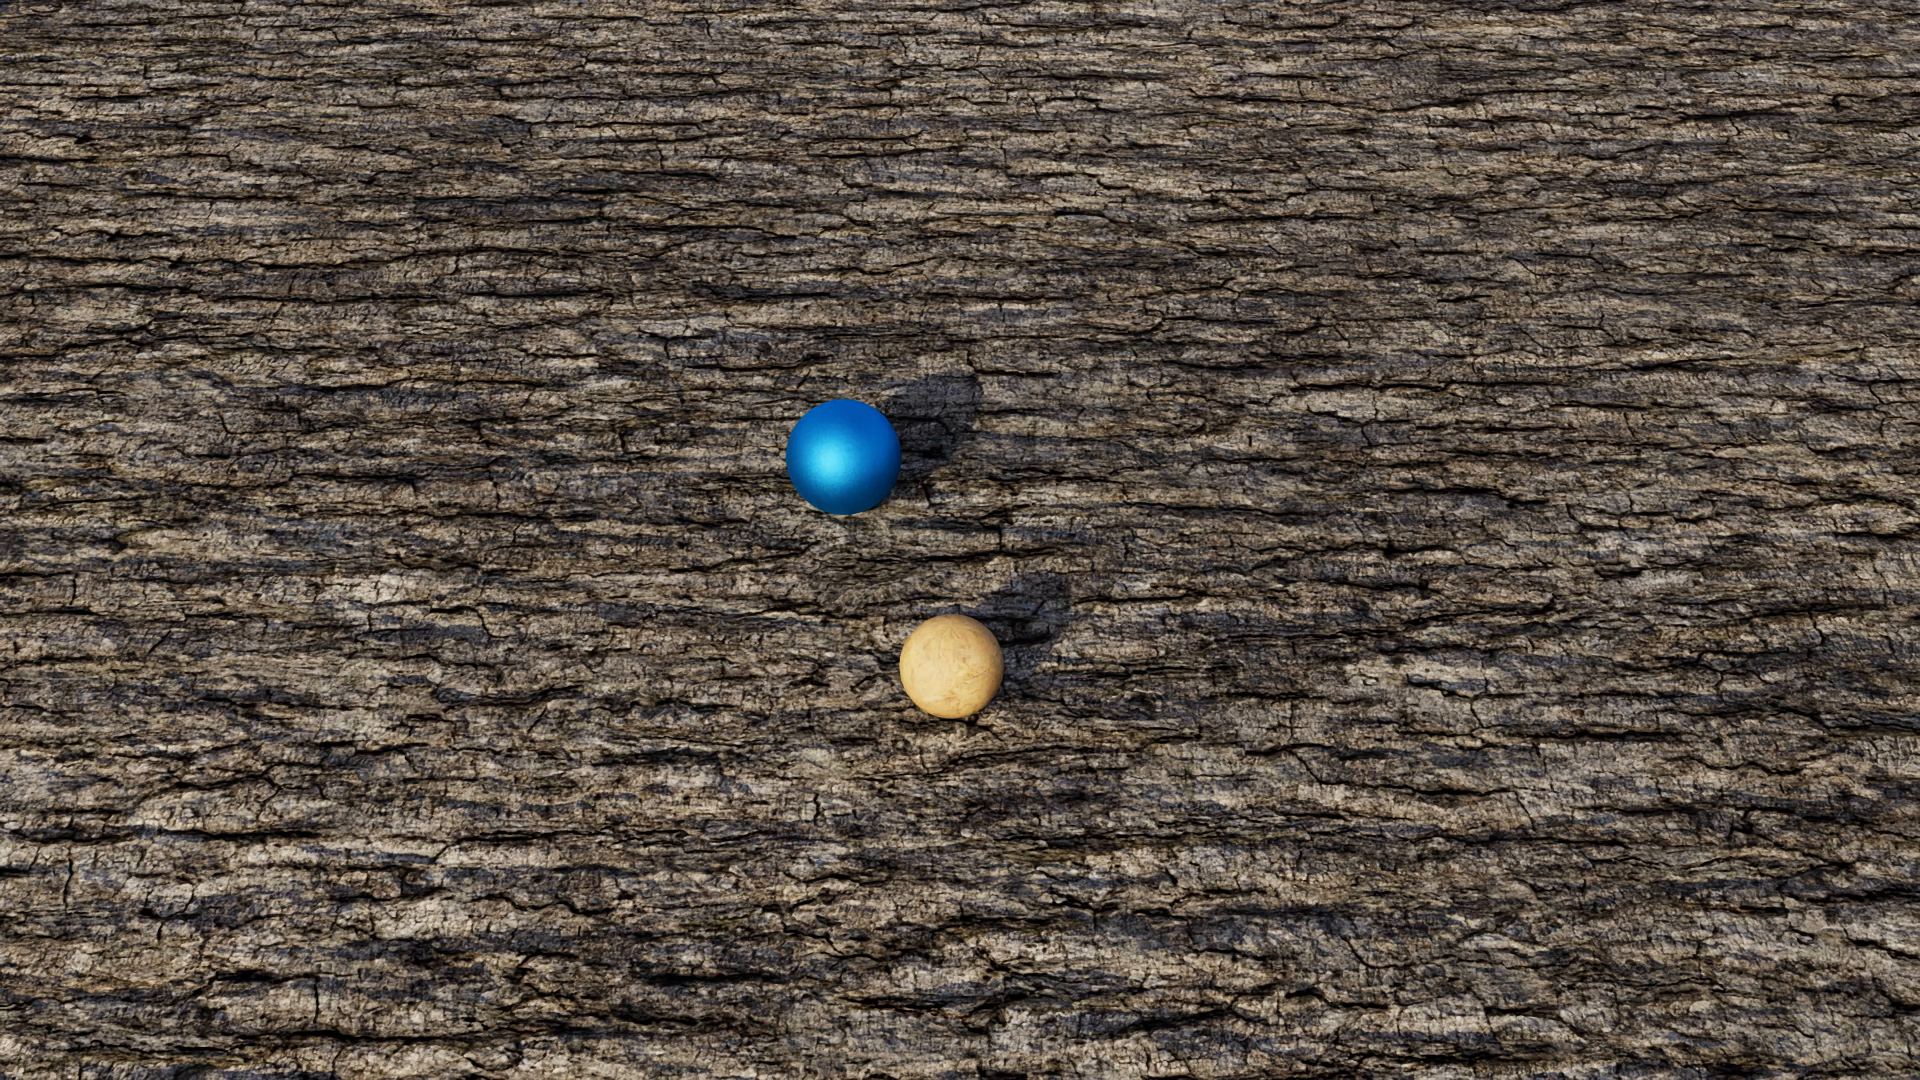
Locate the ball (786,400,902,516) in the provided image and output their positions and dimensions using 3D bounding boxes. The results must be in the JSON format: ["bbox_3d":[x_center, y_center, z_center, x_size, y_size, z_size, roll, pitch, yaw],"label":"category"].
[{"bbox_3d":[-0.075,-0.054,1.665,0.075,0.075,0.075,0,36,0],"label":"ball"}]

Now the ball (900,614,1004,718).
[{"bbox_3d":[-0.005,0.074,1.504,0.062,0.062,0.062,0,36,0],"label":"ball"}]
